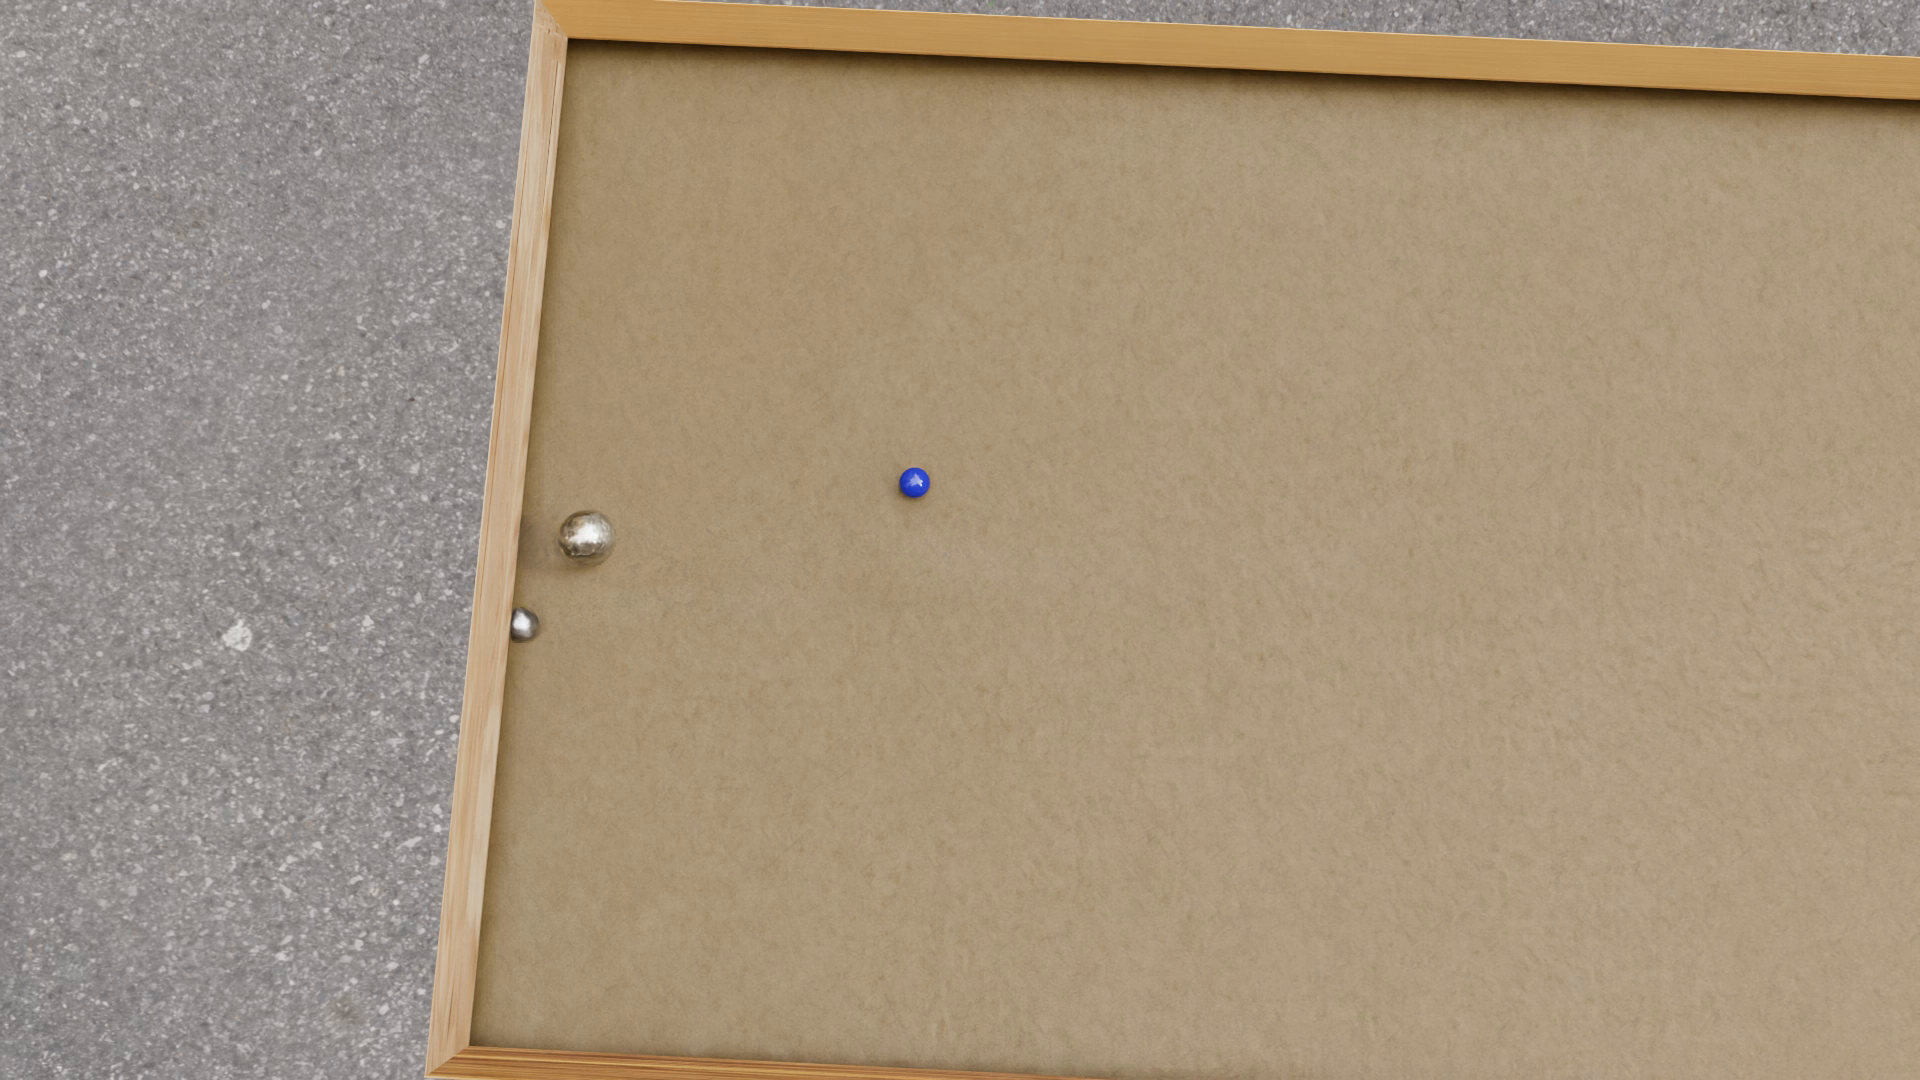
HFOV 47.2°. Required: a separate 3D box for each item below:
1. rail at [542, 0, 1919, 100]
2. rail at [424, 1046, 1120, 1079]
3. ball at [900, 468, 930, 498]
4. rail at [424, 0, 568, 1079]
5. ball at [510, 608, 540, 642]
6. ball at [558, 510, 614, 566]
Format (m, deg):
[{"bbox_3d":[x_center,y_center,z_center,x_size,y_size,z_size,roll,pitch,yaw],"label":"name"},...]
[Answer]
[{"bbox_3d":[0.747,-0.754,3.482,2.833,0.108,0.045,3,77,1],"label":"rail"},{"bbox_3d":[0.668,0.808,3.111,2.833,0.108,0.045,3,77,1],"label":"rail"},{"bbox_3d":[-0.069,-0.087,3.355,0.048,0.048,0.048,0,77,0],"label":"ball"},{"bbox_3d":[-0.684,-0.040,3.312,0.045,0.108,1.655,3,77,1],"label":"rail"},{"bbox_3d":[-0.658,0.127,3.303,0.051,0.051,0.051,0,77,0],"label":"ball"},{"bbox_3d":[-0.564,-0.003,3.317,0.083,0.083,0.083,0,77,0],"label":"ball"}]
